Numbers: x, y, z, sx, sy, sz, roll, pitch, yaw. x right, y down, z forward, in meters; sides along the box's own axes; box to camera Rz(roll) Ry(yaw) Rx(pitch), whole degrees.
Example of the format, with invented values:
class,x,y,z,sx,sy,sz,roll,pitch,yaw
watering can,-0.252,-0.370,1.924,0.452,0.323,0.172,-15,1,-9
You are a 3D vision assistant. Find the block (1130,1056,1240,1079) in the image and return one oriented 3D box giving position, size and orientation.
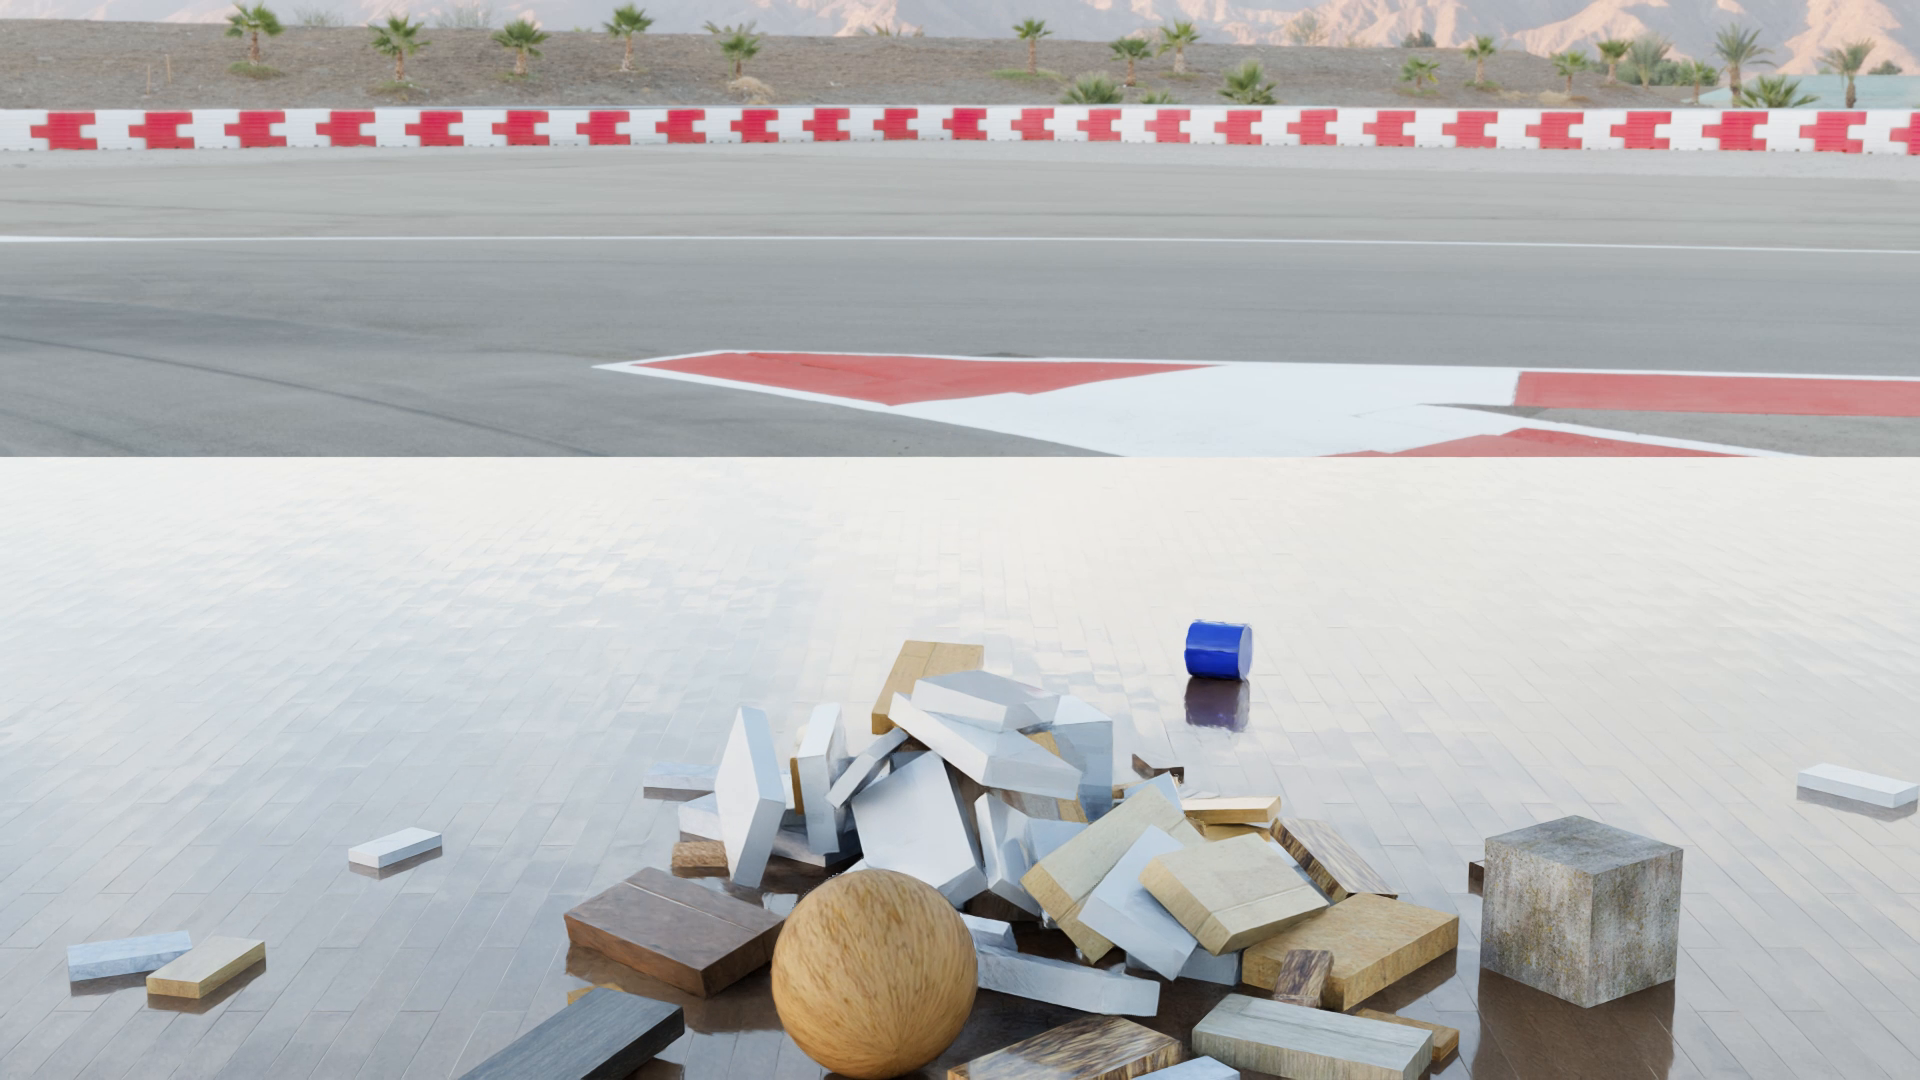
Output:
class,x,y,z,sx,sy,sz,roll,pitch,yaw
block,0.298,0.720,2.918,0.134,0.019,0.067,-7,13,-34

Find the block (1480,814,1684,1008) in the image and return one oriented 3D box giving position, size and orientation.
class,x,y,z,sx,sy,sz,roll,pitch,yaw
block,0.933,0.554,3.309,0.203,0.203,0.203,-7,13,-34

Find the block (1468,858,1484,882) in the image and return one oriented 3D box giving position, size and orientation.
class,x,y,z,sx,sy,sz,roll,pitch,yaw
block,0.976,0.560,3.757,0.193,0.027,0.097,-6,12,-30

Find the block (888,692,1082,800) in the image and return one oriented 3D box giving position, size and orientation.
class,x,y,z,sx,sy,sz,roll,pitch,yaw
block,0.034,0.343,3.702,0.167,0.047,0.448,12,5,-23

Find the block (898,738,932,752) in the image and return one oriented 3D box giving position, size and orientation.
class,x,y,z,sx,sy,sz,roll,pitch,yaw
block,-0.047,0.416,4.057,0.157,0.044,0.313,-3,32,-5

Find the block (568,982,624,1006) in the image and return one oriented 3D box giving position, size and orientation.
class,x,y,z,sx,sy,sz,roll,pitch,yaw
block,-0.492,0.678,3.141,0.072,0.020,0.183,-7,12,-31

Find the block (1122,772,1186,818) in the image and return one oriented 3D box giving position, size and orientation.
class,x,y,z,sx,sy,sz,roll,pitch,yaw
block,0.352,0.486,3.953,0.093,0.026,0.185,-24,20,5

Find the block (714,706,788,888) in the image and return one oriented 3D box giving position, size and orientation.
class,x,y,z,sx,sy,sz,roll,pitch,yaw
block,-0.366,0.440,3.812,0.047,0.167,0.335,13,20,-17

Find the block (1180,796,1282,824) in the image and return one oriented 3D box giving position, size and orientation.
class,x,y,z,sx,sy,sz,roll,pitch,yaw
block,0.478,0.488,3.970,0.185,0.026,0.093,-4,6,24

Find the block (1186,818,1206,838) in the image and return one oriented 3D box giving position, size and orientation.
class,x,y,z,sx,sy,sz,roll,pitch,yaw
block,0.334,0.505,3.825,0.093,0.026,0.185,-24,17,-25

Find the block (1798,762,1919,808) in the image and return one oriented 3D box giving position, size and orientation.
class,x,y,z,sx,sy,sz,roll,pitch,yaw
block,1.728,0.471,4.232,0.097,0.027,0.194,-9,14,-39

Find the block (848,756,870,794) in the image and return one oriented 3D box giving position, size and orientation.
class,x,y,z,sx,sy,sz,roll,pitch,yaw
block,-0.184,0.453,4.049,0.018,0.064,0.128,-6,-28,5

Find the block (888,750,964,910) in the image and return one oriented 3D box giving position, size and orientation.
class,x,y,z,sx,sy,sz,roll,pitch,yaw
block,0.000,0.485,3.734,0.175,0.050,0.351,-3,34,-13

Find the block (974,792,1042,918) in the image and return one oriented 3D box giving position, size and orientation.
class,x,y,z,sx,sy,sz,roll,pitch,yaw
block,0.083,0.501,3.512,0.103,0.029,0.206,33,24,-25

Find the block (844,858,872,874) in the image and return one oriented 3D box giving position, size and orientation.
class,x,y,z,sx,sy,sz,roll,pitch,yaw
block,-0.165,0.576,3.466,0.084,0.024,0.168,-37,24,4

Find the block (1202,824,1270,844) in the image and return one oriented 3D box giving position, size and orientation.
class,x,y,z,sx,sy,sz,roll,pitch,yaw
block,0.431,0.542,3.843,0.109,0.031,0.259,8,13,37

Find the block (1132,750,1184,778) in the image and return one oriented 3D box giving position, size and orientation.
class,x,y,z,sx,sy,sz,roll,pitch,yaw
block,0.394,0.446,4.393,0.063,0.018,0.126,-3,11,-16

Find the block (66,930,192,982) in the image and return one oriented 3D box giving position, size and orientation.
class,x,y,z,sx,sy,sz,roll,pitch,yaw
block,-1.268,0.635,3.361,0.176,0.025,0.088,-5,11,-23

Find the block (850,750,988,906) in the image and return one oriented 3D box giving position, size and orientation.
class,x,y,z,sx,sy,sz,roll,pitch,yaw
block,-0.069,0.489,3.582,0.175,0.050,0.351,-31,28,5

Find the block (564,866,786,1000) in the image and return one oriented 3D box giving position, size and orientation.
class,x,y,z,sx,sy,sz,roll,pitch,yaw
block,-0.436,0.599,3.382,0.343,0.049,0.171,10,27,44

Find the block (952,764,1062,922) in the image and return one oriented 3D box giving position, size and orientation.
class,x,y,z,sx,sy,sz,roll,pitch,yaw
block,0.081,0.491,3.647,0.175,0.050,0.351,2,33,-8

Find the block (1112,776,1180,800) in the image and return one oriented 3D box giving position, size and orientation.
class,x,y,z,sx,sy,sz,roll,pitch,yaw
block,0.344,0.468,4.142,0.126,0.018,0.063,-10,2,19

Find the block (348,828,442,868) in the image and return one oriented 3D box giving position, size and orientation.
class,x,y,z,sx,sy,sz,roll,pitch,yaw
block,-0.994,0.541,3.874,0.074,0.021,0.149,7,12,32

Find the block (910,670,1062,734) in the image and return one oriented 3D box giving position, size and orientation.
class,x,y,z,sx,sy,sz,roll,pitch,yaw
block,0.049,0.282,3.884,0.167,0.047,0.335,16,5,18

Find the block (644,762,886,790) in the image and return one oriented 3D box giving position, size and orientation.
class,x,y,z,sx,sy,sz,roll,pitch,yaw
block,-0.371,0.467,4.261,0.480,0.025,0.088,2,11,12

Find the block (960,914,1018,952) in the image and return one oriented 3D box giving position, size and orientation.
class,x,y,z,sx,sy,sz,roll,pitch,yaw
block,0.006,0.606,3.347,0.168,0.084,0.024,6,40,29

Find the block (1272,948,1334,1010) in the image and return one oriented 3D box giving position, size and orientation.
class,x,y,z,sx,sy,sz,roll,pitch,yaw
block,0.491,0.643,3.166,0.067,0.019,0.134,-3,32,25

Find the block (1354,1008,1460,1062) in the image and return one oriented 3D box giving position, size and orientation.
class,x,y,z,sx,sy,sz,roll,pitch,yaw
block,0.616,0.690,3.073,0.143,0.020,0.072,7,12,32

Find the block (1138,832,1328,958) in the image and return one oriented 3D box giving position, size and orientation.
class,x,y,z,sx,sy,sz,roll,pitch,yaw
block,0.421,0.537,3.356,0.165,0.047,0.329,44,23,26

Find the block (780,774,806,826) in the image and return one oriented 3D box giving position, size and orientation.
class,x,y,z,sx,sy,sz,roll,pitch,yaw
block,-0.328,0.469,3.971,0.104,0.030,0.209,-2,11,-13

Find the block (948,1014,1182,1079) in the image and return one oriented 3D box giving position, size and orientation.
class,x,y,z,sx,sy,sz,roll,pitch,yaw
block,0.142,0.706,2.929,0.294,0.042,0.147,-10,14,-42

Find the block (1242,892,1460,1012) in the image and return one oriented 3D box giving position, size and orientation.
class,x,y,z,sx,sy,sz,roll,pitch,yaw
block,0.600,0.623,3.357,0.173,0.049,0.346,9,14,40

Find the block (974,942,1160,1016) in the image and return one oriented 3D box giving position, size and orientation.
class,x,y,z,sx,sy,sz,roll,pitch,yaw
block,0.094,0.625,3.161,0.346,0.049,0.173,5,-9,34

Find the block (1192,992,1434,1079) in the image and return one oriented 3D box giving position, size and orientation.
class,x,y,z,sx,sy,sz,roll,pitch,yaw
block,0.482,0.691,3.011,0.294,0.042,0.147,5,12,27

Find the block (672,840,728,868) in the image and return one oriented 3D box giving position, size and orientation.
class,x,y,z,sx,sy,sz,roll,pitch,yaw
block,-0.426,0.547,3.841,0.148,0.021,0.074,-1,11,-5

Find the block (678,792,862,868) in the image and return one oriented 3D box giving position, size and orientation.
class,x,y,z,sx,sy,sz,roll,pitch,yaw
block,-0.322,0.511,3.964,0.343,0.049,0.171,8,13,35

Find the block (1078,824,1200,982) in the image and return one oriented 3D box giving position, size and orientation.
class,x,y,z,sx,sy,sz,roll,pitch,yaw
block,0.305,0.543,3.325,0.165,0.047,0.329,32,20,12

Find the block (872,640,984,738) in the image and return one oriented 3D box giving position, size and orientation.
class,x,y,z,sx,sy,sz,roll,pitch,yaw
block,-0.058,0.283,4.193,0.157,0.044,0.313,3,24,10

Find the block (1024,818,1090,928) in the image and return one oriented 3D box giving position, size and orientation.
class,x,y,z,sx,sy,sz,roll,pitch,yaw
block,0.169,0.527,3.470,0.103,0.029,0.206,7,37,-16

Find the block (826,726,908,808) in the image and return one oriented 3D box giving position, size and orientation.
class,x,y,z,sx,sy,sz,roll,pitch,yaw
block,-0.158,0.392,3.829,0.029,0.103,0.406,39,5,4

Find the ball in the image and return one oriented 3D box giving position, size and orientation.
class,x,y,z,sx,sy,sz,roll,pitch,yaw
ball,-0.115,0.582,2.952,0.278,0.278,0.278,0,11,0

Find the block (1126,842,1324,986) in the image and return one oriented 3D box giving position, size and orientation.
class,x,y,z,sx,sy,sz,roll,pitch,yaw
block,0.447,0.589,3.538,0.173,0.049,0.525,5,12,26

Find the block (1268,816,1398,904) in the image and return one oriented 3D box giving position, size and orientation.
class,x,y,z,sx,sy,sz,roll,pitch,yaw
block,0.616,0.535,3.642,0.109,0.031,0.219,8,23,-31

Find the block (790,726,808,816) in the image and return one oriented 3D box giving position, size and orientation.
class,x,y,z,sx,sy,sz,roll,pitch,yaw
block,-0.275,0.408,3.926,0.030,0.104,0.209,-5,10,2

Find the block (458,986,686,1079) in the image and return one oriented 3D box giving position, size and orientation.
class,x,y,z,sx,sy,sz,roll,pitch,yaw
block,-0.516,0.691,2.947,0.147,0.042,0.294,6,17,28

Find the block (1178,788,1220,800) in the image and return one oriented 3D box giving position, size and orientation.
class,x,y,z,sx,sy,sz,roll,pitch,yaw
block,0.386,0.507,4.069,0.063,0.018,0.270,8,13,35

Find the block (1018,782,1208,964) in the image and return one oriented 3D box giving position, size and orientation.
class,x,y,z,sx,sy,sz,roll,pitch,yaw
block,0.260,0.518,3.477,0.165,0.047,0.489,47,24,11

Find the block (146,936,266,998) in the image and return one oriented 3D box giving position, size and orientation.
class,x,y,z,sx,sy,sz,roll,pitch,yaw
block,-1.135,0.643,3.316,0.088,0.025,0.176,3,11,14

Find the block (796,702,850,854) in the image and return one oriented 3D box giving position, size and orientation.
class,x,y,z,sx,sy,sz,roll,pitch,yaw
block,-0.234,0.414,3.868,0.049,0.171,0.343,-7,10,3

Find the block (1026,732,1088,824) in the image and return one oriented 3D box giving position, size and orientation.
class,x,y,z,sx,sy,sz,roll,pitch,yaw
block,0.150,0.451,3.895,0.109,0.219,0.031,-7,-26,-34

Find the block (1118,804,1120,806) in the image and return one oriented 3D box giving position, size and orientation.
class,x,y,z,sx,sy,sz,roll,pitch,yaw
block,0.351,0.487,4.116,0.064,0.018,0.128,-12,1,29

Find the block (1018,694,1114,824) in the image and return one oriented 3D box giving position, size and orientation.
class,x,y,z,sx,sy,sz,roll,pitch,yaw
block,0.157,0.413,4.095,0.193,0.193,0.193,-4,11,-19
